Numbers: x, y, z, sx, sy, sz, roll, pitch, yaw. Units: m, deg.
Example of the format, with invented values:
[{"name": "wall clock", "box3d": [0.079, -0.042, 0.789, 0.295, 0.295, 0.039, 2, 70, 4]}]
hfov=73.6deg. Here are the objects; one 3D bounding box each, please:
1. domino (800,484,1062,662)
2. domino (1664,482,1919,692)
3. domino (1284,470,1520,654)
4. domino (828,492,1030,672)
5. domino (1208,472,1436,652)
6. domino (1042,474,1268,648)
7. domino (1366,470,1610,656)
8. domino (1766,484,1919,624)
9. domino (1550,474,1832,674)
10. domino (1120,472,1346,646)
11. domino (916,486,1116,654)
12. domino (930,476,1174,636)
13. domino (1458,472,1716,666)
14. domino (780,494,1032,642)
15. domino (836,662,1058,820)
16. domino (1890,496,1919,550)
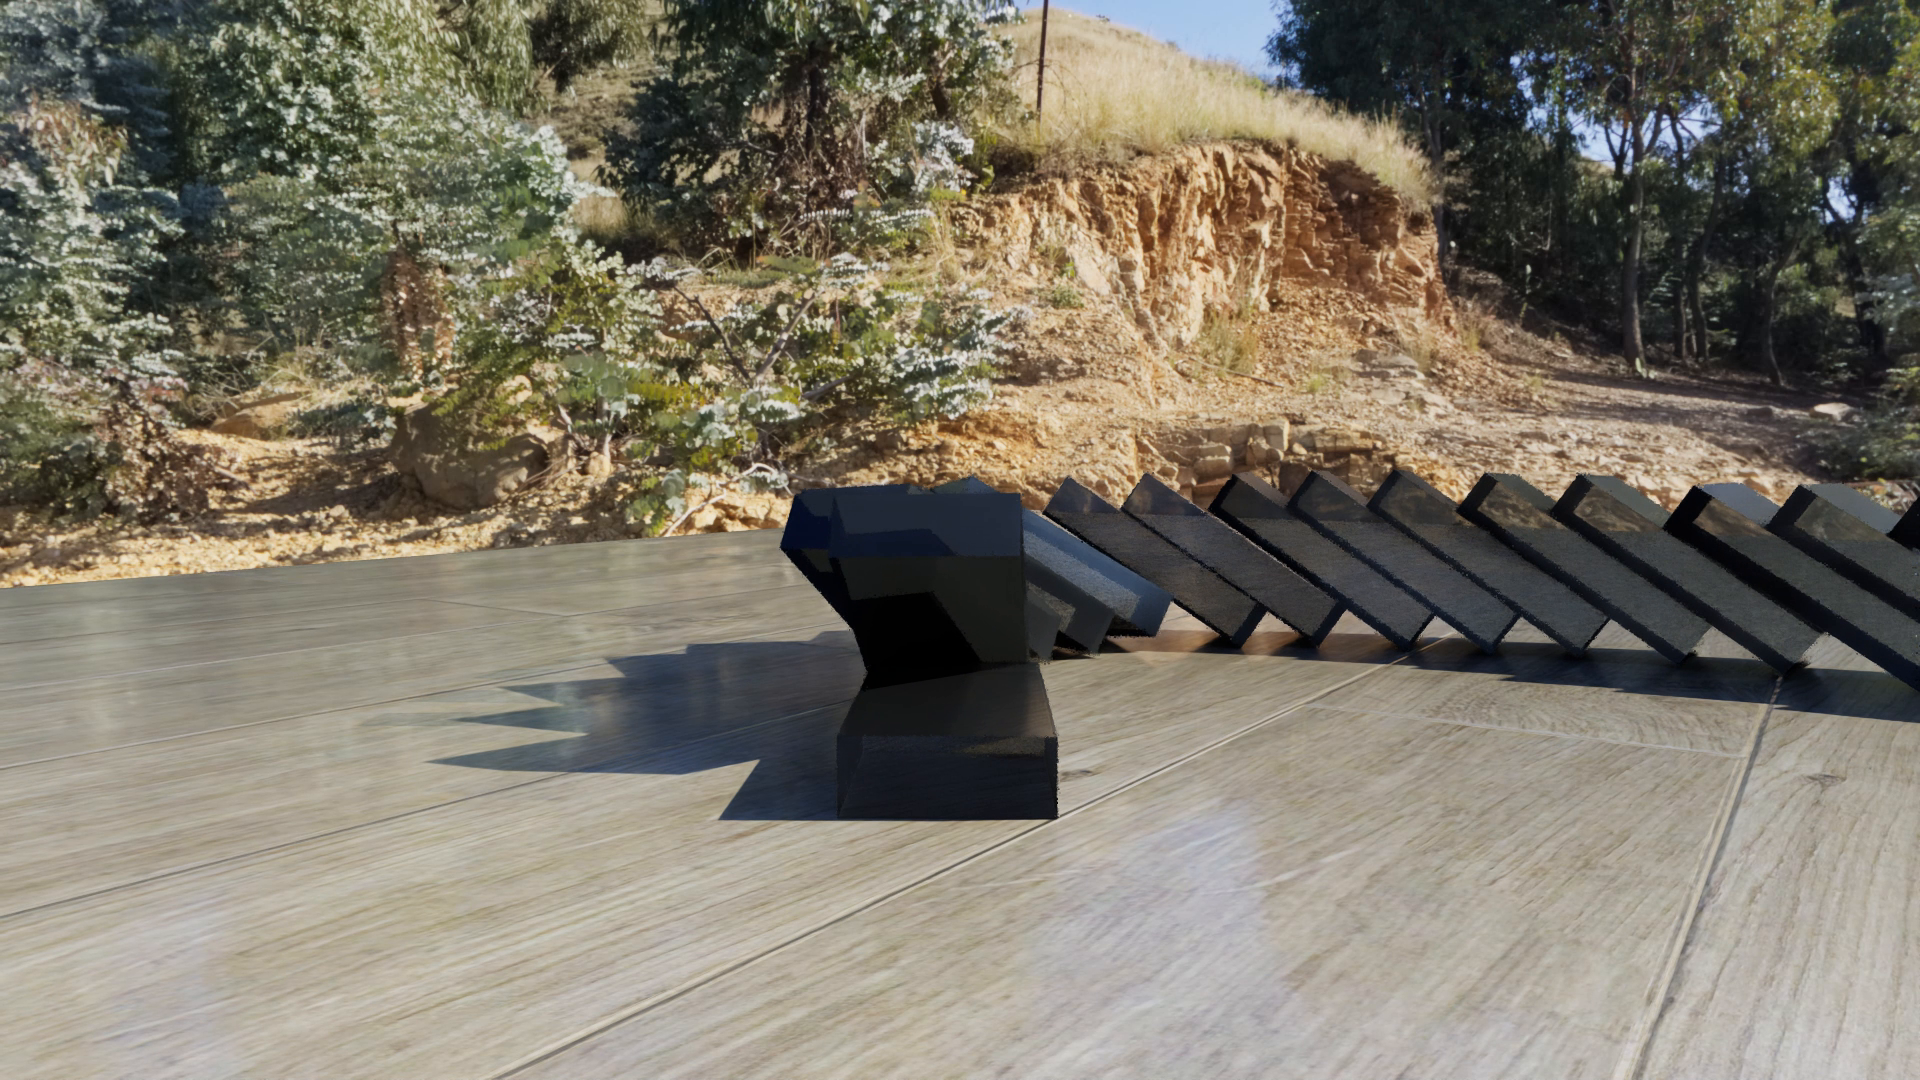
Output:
[{"name": "domino", "box3d": [-0.006, 0.007, 0.233, 0.025, 0.010, 0.050, -1, -29, 38]}, {"name": "domino", "box3d": [0.161, 0.007, 0.239, 0.025, 0.009, 0.050, -4, 38, -41]}, {"name": "domino", "box3d": [0.095, 0.004, 0.274, 0.050, 0.009, 0.025, 39, 16, 17]}, {"name": "domino", "box3d": [-0.003, 0.010, 0.191, 0.025, 0.009, 0.050, -1, -29, 4]}, {"name": "domino", "box3d": [0.079, 0.004, 0.279, 0.050, 0.009, 0.025, 37, 16, 15]}, {"name": "domino", "box3d": [0.042, 0.004, 0.280, 0.050, 0.010, 0.025, 34, 7, 2]}, {"name": "domino", "box3d": [0.111, 0.004, 0.269, 0.050, 0.009, 0.025, 40, 18, 21]}, {"name": "domino", "box3d": [0.173, 0.008, 0.227, 0.025, 0.010, 0.050, -3, 37, -40]}, {"name": "domino", "box3d": [0.144, 0.005, 0.252, 0.025, 0.009, 0.050, -2, 38, -48]}, {"name": "domino", "box3d": [0.059, 0.003, 0.280, 0.050, 0.009, 0.025, 35, 8, 6]}, {"name": "domino", "box3d": [0.004, 0.006, 0.256, 0.050, 0.010, 0.025, 32, -14, -26]}, {"name": "domino", "box3d": [0.017, 0.004, 0.268, 0.050, 0.009, 0.025, 30, -13, -16]}, {"name": "domino", "box3d": [0.129, 0.005, 0.262, 0.050, 0.010, 0.025, 42, 25, 28]}, {"name": "domino", "box3d": [-0.007, 0.009, 0.213, 0.025, 0.010, 0.050, 2, -28, 21]}, {"name": "domino", "box3d": [-0.001, 0.025, 0.170, 0.025, 0.009, 0.050, 0, 4, 1]}, {"name": "domino", "box3d": [0.187, 0.009, 0.213, 0.025, 0.009, 0.050, -1, 36, -33]}]
